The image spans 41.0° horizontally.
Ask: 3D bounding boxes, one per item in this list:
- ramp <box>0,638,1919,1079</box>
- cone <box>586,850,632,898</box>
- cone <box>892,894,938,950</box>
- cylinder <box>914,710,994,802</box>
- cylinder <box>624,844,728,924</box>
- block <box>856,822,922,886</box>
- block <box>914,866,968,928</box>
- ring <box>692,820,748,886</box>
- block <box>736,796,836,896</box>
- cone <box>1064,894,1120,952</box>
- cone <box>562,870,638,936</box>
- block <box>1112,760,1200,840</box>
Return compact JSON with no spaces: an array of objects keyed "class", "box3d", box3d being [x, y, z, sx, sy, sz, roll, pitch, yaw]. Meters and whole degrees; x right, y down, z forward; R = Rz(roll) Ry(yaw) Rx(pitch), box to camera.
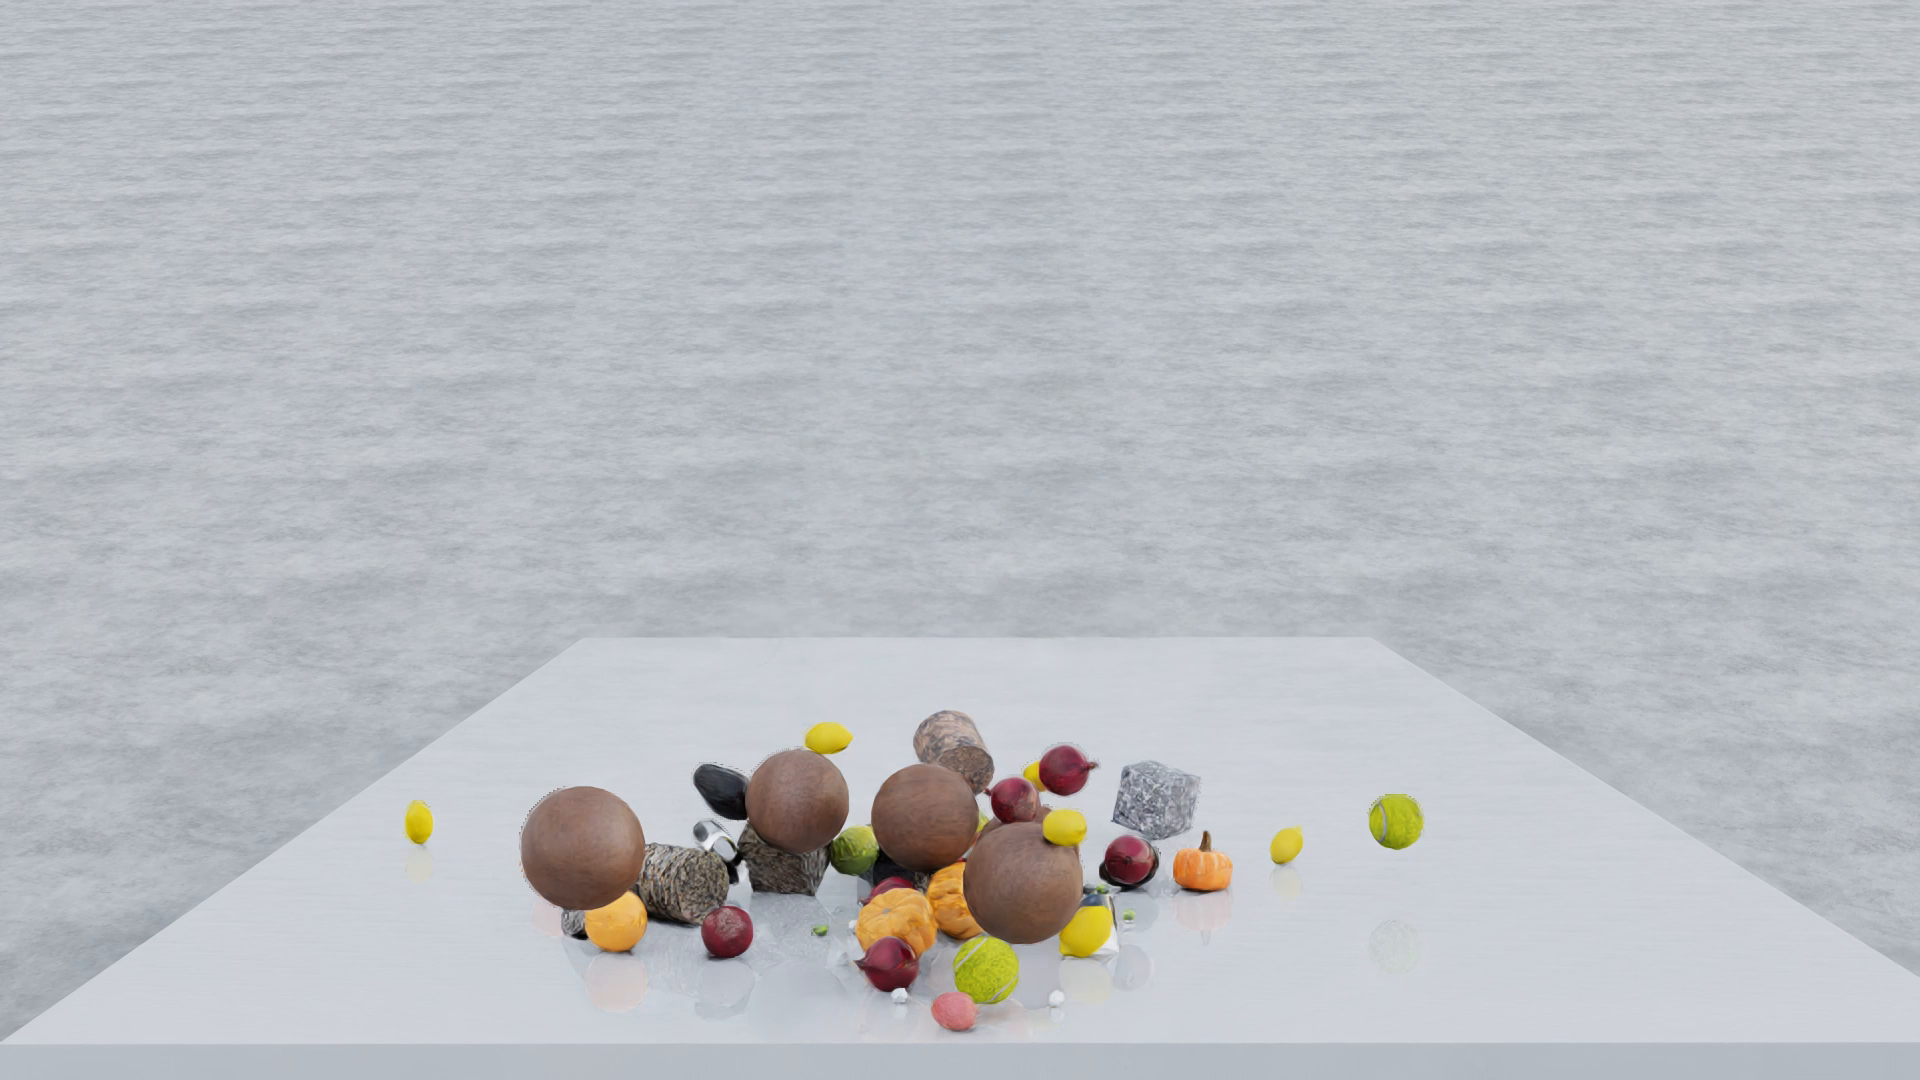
[{"class":"ramp","box3d":[0.047,0.422,4.534,2.000,0.100,4.000,0,4,0]},{"class":"cone","box3d":[-0.440,0.437,3.271,0.062,0.062,0.062,-7,32,-18]},{"class":"cone","box3d":[-0.062,0.422,2.883,0.057,0.057,0.057,-24,-4,-2]},{"class":"cylinder","box3d":[-0.009,0.295,3.509,0.090,0.090,0.090,-5,30,-15]},{"class":"cylinder","box3d":[-0.343,0.416,3.110,0.089,0.089,0.089,2,17,38]},{"class":"block","box3d":[-0.093,0.411,3.368,0.067,0.067,0.067,-1,4,-21]},{"class":"block","box3d":[-0.023,0.429,3.087,0.064,0.064,0.064,2,0,-2]},{"class":"ring","box3d":[-0.298,0.389,3.194,0.032,0.095,0.095,-37,33,-17]},{"class":"block","box3d":[-0.221,0.391,3.281,0.086,0.086,0.086,1,37,20]},{"class":"cone","box3d":[0.166,0.455,2.962,0.067,0.067,0.067,-11,35,-27]},{"class":"cone","box3d":[-0.417,0.446,3.053,0.082,0.082,0.082,29,6,-29]},{"class":"block","box3d":[0.283,0.374,3.697,0.083,0.083,0.083,18,13,32]}]
